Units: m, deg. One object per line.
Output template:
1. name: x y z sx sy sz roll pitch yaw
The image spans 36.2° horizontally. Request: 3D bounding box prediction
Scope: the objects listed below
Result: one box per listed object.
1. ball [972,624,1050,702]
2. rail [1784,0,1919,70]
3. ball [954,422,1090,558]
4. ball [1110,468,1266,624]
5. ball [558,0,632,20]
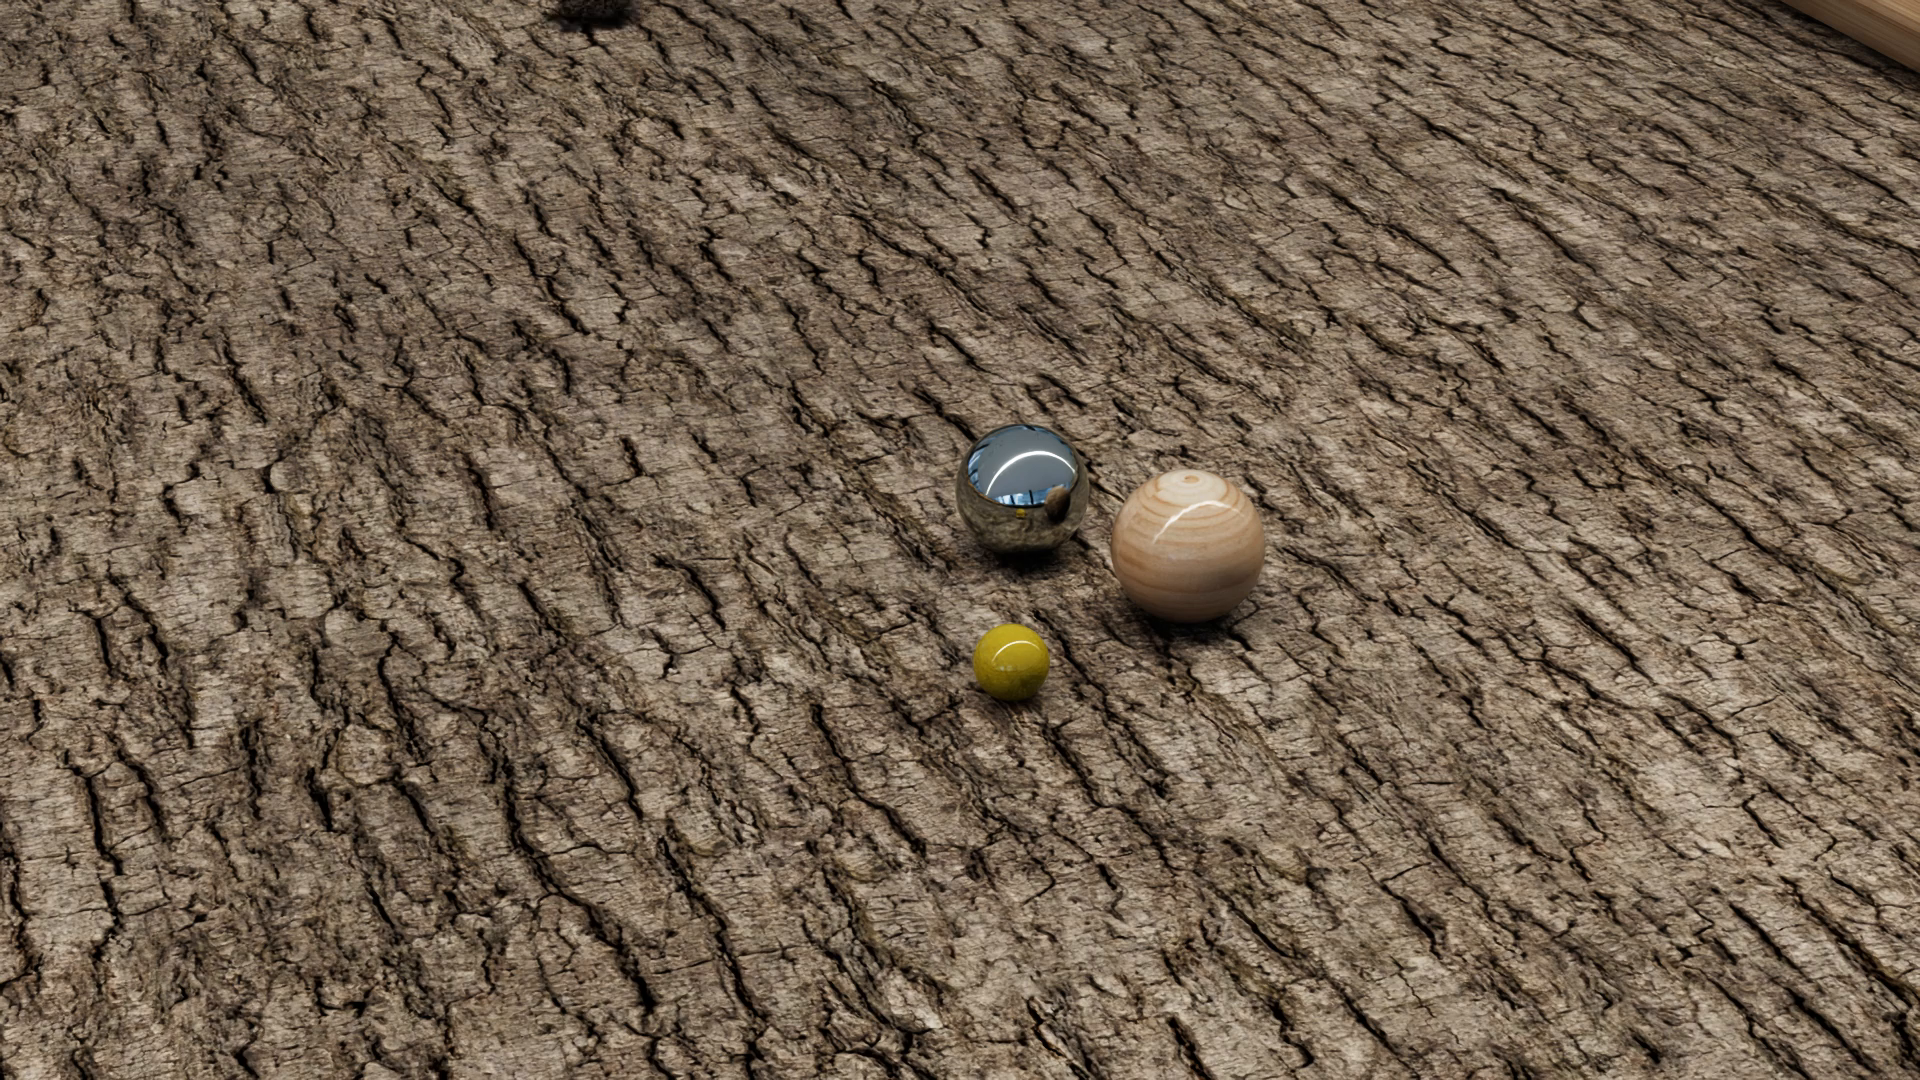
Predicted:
1. ball: 0.029 0.070 1.675 0.044 0.044 0.044 0 29 0
2. rail: 0.635 -0.686 2.937 0.045 0.119 4.119 -11 31 -19
3. ball: 0.038 -0.031 1.813 0.083 0.083 0.083 0 29 0
4. ball: 0.135 0.004 1.743 0.092 0.092 0.092 0 29 0
5. ball: -0.333 -0.516 2.674 0.084 0.084 0.084 0 29 0
